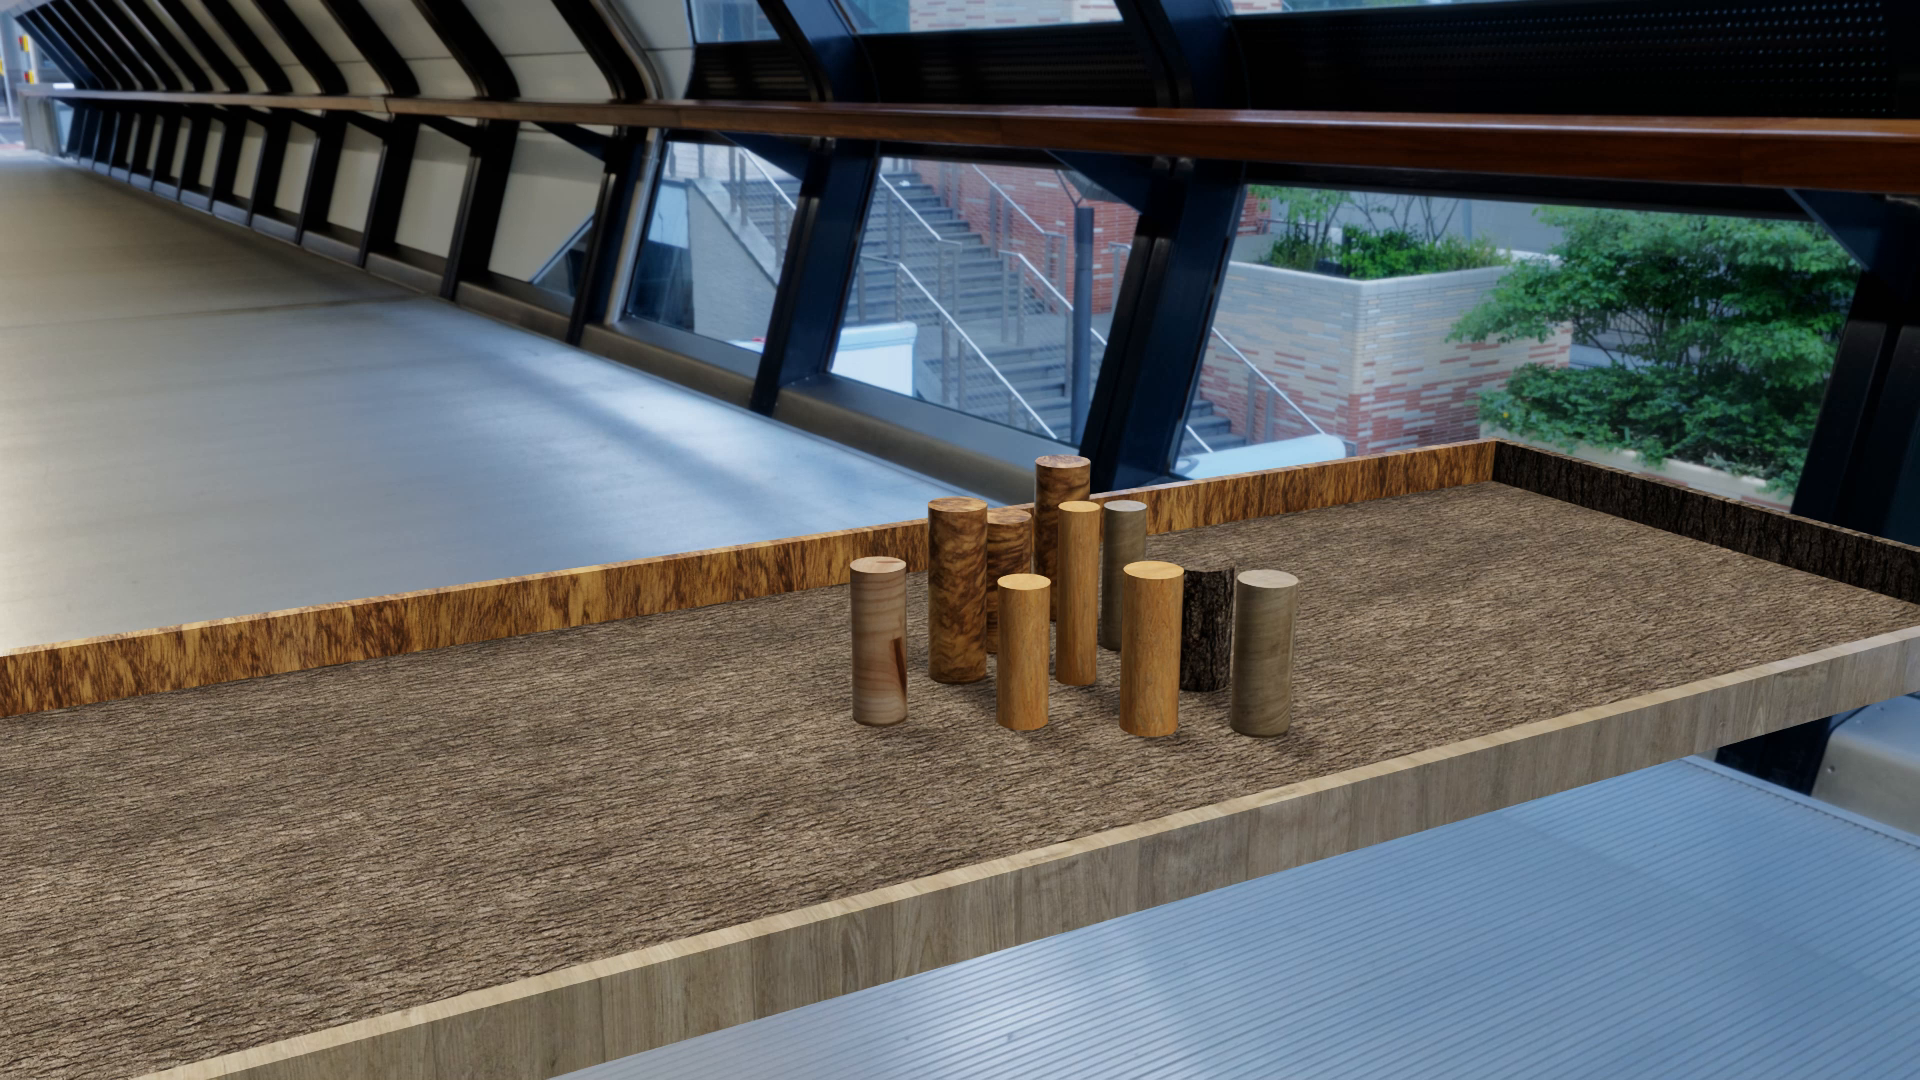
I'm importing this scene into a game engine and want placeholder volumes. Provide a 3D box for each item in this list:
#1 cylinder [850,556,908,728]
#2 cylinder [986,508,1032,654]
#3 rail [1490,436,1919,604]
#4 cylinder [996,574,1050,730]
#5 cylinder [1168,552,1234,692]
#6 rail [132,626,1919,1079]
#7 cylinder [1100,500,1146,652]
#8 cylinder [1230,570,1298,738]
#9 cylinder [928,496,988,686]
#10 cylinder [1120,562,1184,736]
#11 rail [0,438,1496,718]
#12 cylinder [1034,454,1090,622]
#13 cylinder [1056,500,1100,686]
[{"bbox_3d":[-0.190,0.238,3.872,0.130,0.378,0.130,0,16,0],"label":"cylinder"},{"bbox_3d":[0.110,0.108,4.353,0.154,0.357,0.154,0,16,0],"label":"cylinder"},{"bbox_3d":[2.466,-0.048,5.253,0.050,0.150,2.100,-9,18,-27],"label":"rail"},{"bbox_3d":[0.148,0.261,3.855,0.123,0.344,0.123,0,16,0],"label":"cylinder"},{"bbox_3d":[0.596,0.203,4.111,0.162,0.311,0.162,0,16,0],"label":"cylinder"},{"bbox_3d":[-2.336,1.006,1.665,12.000,0.150,0.050,-9,18,-27],"label":"rail"},{"bbox_3d":[0.431,0.095,4.350,0.111,0.384,0.111,0,16,0],"label":"cylinder"},{"bbox_3d":[0.702,0.263,3.814,0.137,0.364,0.137,0,16,0],"label":"cylinder"},{"bbox_3d":[-0.006,0.127,4.129,0.148,0.448,0.148,0,16,0],"label":"cylinder"},{"bbox_3d":[0.442,0.252,3.820,0.137,0.383,0.137,0,16,0],"label":"cylinder"},{"bbox_3d":[-3.305,0.497,3.399,12.000,0.150,0.050,-9,18,-27],"label":"rail"},{"bbox_3d":[0.282,-0.005,4.592,0.153,0.440,0.153,0,16,0],"label":"cylinder"},{"bbox_3d":[0.292,0.134,4.102,0.102,0.450,0.102,0,16,0],"label":"cylinder"}]
